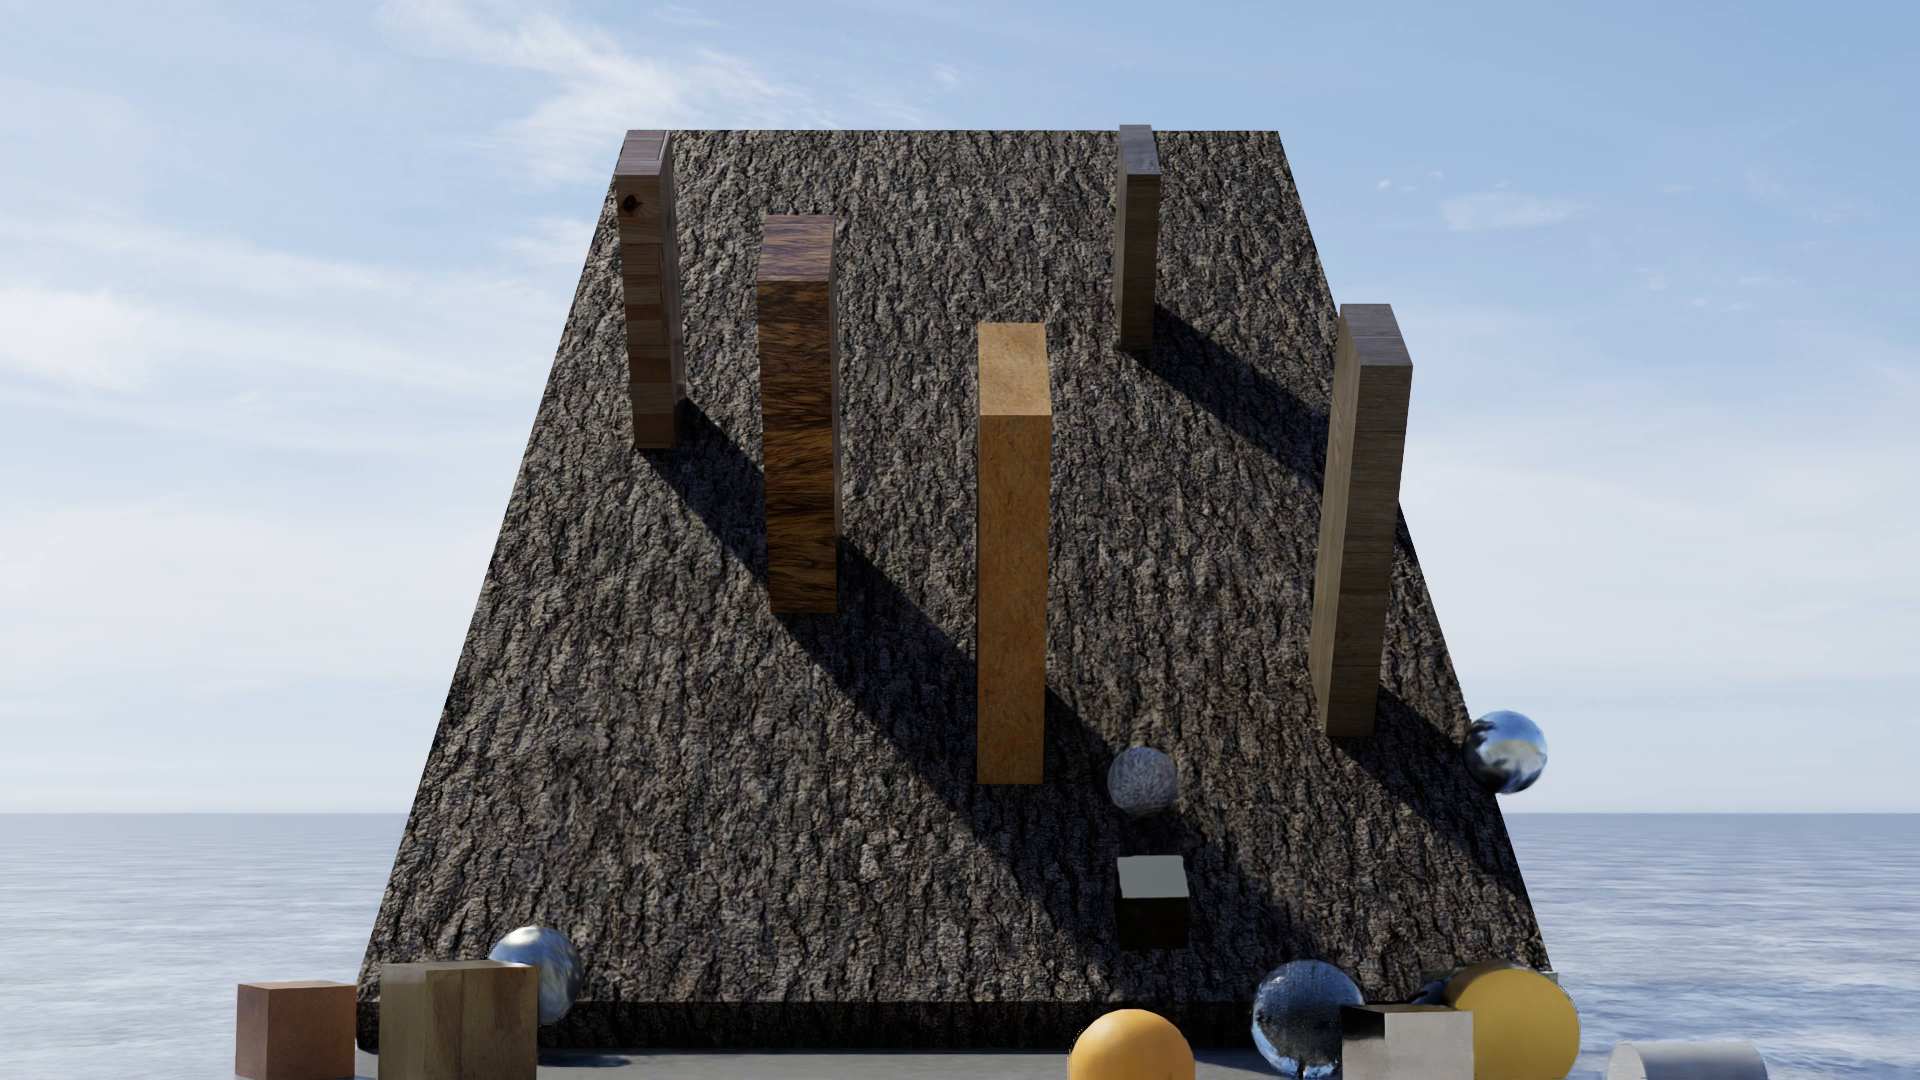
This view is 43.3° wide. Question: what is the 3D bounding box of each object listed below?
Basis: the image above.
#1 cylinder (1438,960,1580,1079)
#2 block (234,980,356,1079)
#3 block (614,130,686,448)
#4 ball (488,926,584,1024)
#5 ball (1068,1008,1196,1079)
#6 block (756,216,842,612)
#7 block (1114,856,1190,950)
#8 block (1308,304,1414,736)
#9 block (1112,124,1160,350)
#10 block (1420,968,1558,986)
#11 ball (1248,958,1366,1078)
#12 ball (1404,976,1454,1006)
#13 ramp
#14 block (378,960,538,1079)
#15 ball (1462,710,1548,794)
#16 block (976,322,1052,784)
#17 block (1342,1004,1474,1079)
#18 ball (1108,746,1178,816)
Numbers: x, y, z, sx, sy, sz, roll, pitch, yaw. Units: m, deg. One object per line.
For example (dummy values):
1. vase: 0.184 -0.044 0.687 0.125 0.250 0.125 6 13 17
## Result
1. cylinder: 0.771 0.690 3.420 0.178 0.178 0.178 -1 -6 5
2. block: -0.995 0.734 3.625 0.134 0.134 0.134 4 -8 -35
3. block: -0.711 -0.576 5.598 0.095 0.680 0.270 0 30 0
4. ball: -0.691 0.706 3.926 0.158 0.158 0.158 0 -6 0
5. ball: 0.209 0.648 2.941 0.155 0.155 0.155 0 -6 0
6. block: -0.324 -0.256 4.983 0.139 0.751 0.325 0 30 0
7. block: 0.326 0.618 4.127 0.113 0.113 0.113 -1 30 -2
8. block: 0.748 -0.030 4.563 0.092 0.793 0.258 0 30 0
9. block: 0.446 -0.770 6.144 0.081 0.471 0.339 0 30 0
10. block: 0.815 0.738 3.726 0.147 0.147 0.147 4 -7 -29
11. ball: 0.516 0.710 3.590 0.175 0.175 0.175 0 -6 0
12. ball: 0.726 0.722 3.584 0.149 0.149 0.149 0 -6 0
13. ramp: -0.013 -0.207 5.743 2.000 0.100 4.000 0 30 0
14. block: -0.727 0.702 3.504 0.171 0.171 0.171 4 -8 -34
15. ball: 1.007 0.392 4.477 0.156 0.156 0.156 0 -6 0
16. block: 0.093 0.028 4.478 0.122 0.774 0.367 0 30 0
17. block: 0.602 0.696 3.258 0.129 0.129 0.129 2 -7 -17
18. ball: 0.333 0.440 4.415 0.129 0.129 0.129 0 -6 0
